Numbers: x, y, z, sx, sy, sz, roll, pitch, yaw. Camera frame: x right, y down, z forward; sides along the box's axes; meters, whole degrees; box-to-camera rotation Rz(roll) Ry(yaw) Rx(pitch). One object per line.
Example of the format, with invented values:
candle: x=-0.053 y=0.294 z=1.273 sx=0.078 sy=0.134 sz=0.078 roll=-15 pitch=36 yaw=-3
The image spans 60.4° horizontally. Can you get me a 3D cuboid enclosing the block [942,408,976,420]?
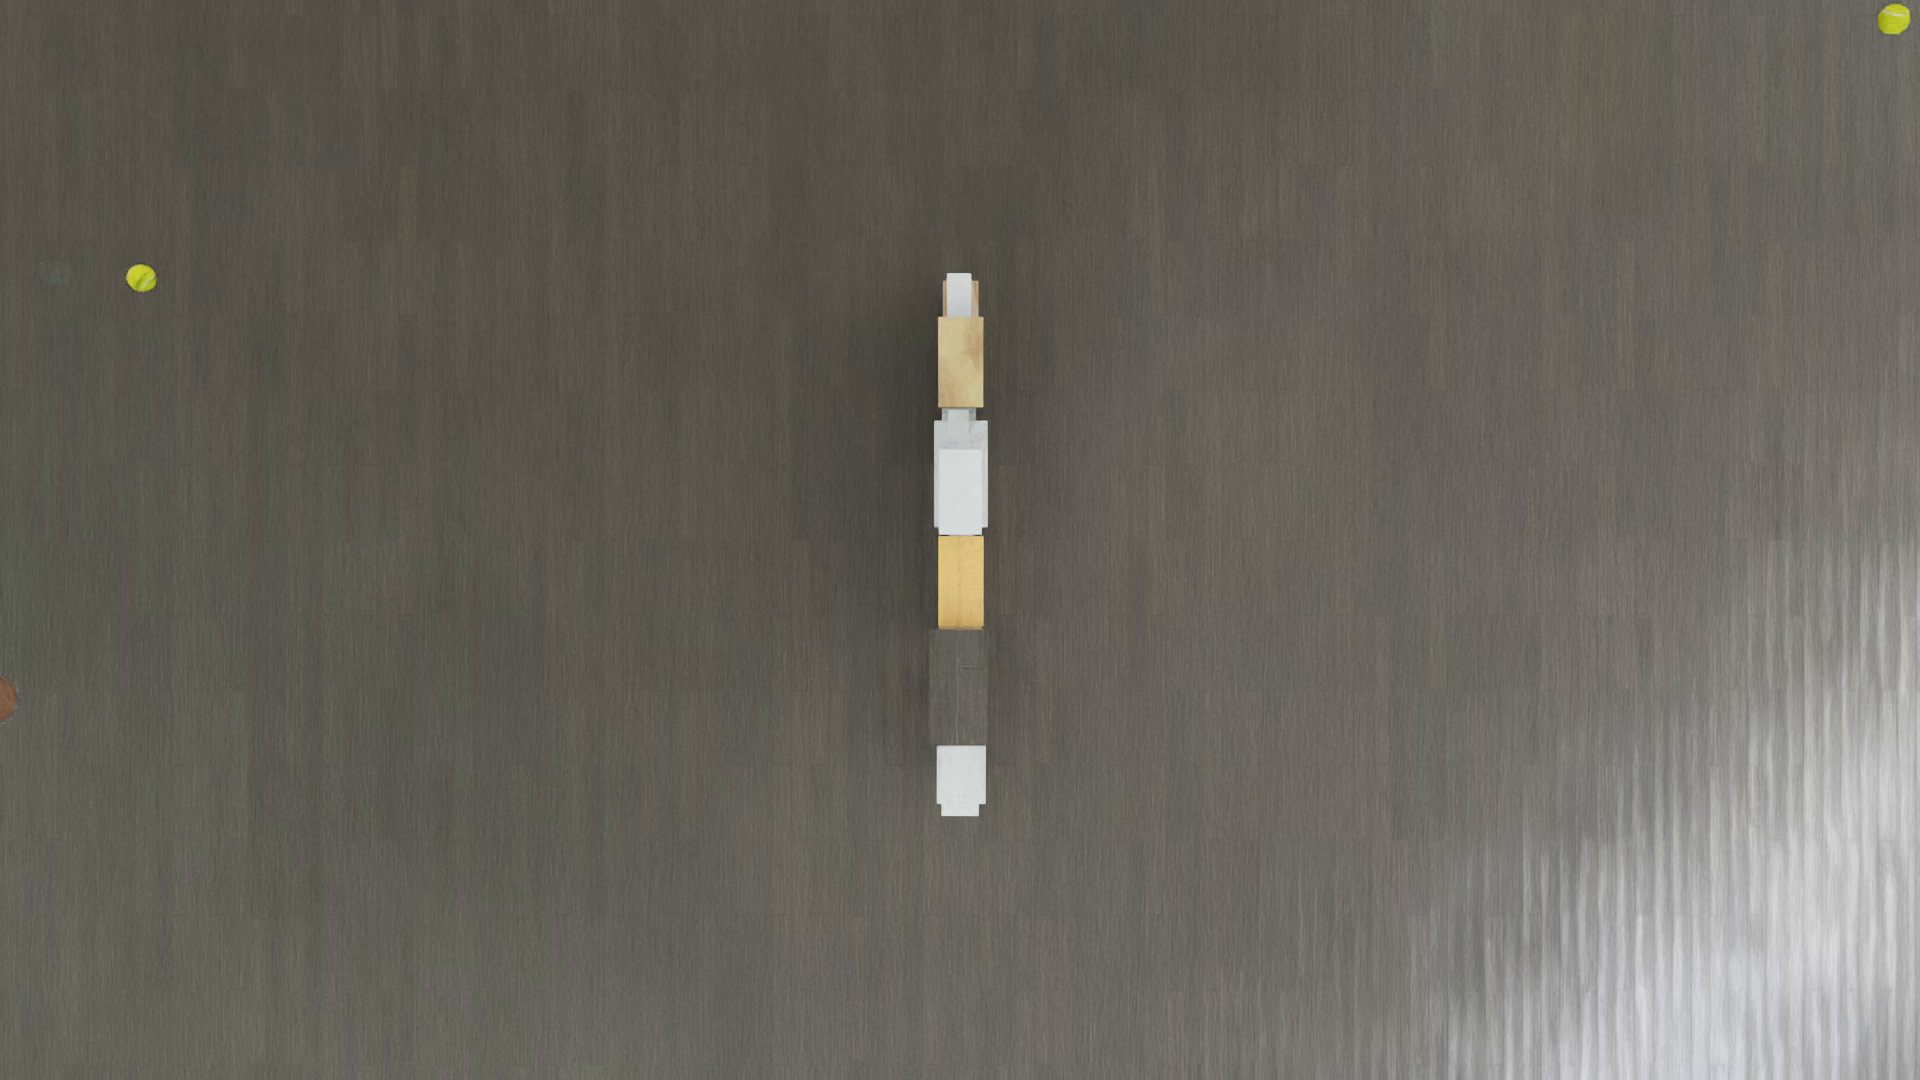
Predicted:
block: x=-0.004 y=-0.484 z=5.268 sx=0.108 sy=0.031 sz=0.217 roll=0 pitch=90 yaw=0

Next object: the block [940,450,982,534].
block: x=0.001 y=-0.141 z=4.855 sx=0.125 sy=0.035 sz=0.249 roll=0 pitch=90 yaw=0

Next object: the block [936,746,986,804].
block: x=0.004 y=0.673 z=5.175 sx=0.152 sy=0.043 sz=0.303 roll=0 pitch=90 yaw=0

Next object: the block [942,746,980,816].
block: x=0.001 y=0.710 z=4.918 sx=0.110 sy=0.031 sz=0.221 roll=0 pitch=90 yaw=0

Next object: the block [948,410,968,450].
block: x=-0.005 y=-0.332 z=4.991 sx=0.061 sy=0.017 sz=0.122 roll=0 pitch=90 yaw=0

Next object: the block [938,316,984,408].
block: x=0.002 y=-0.533 z=4.953 sx=0.135 sy=0.038 sz=0.269 roll=0 pitch=90 yaw=0

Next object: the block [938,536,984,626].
block: x=0.003 y=0.122 z=4.909 sx=0.133 sy=0.038 sz=0.266 roll=0 pitch=90 yaw=0

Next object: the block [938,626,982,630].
block: x=0.000 y=0.258 z=5.213 sx=0.134 sy=0.038 sz=0.268 roll=0 pitch=90 yaw=0

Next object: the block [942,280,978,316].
block: x=0.002 y=-0.711 z=5.257 sx=0.113 sy=0.032 sz=0.227 roll=0 pitch=90 yaw=0

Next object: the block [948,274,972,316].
block: x=-0.003 y=-0.746 z=5.082 sx=0.074 sy=0.021 sz=0.149 roll=0 pitch=90 yaw=0

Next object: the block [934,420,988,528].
block: x=0.003 y=-0.205 z=5.145 sx=0.166 sy=0.047 sz=0.331 roll=0 pitch=90 yaw=0

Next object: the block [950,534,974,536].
block: x=0.004 y=0.042 z=5.336 sx=0.077 sy=0.022 sz=0.153 roll=0 pitch=90 yaw=0

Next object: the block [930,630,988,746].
block: x=-0.005 y=0.428 z=4.795 sx=0.167 sy=0.047 sz=0.335 roll=0 pitch=90 yaw=0
